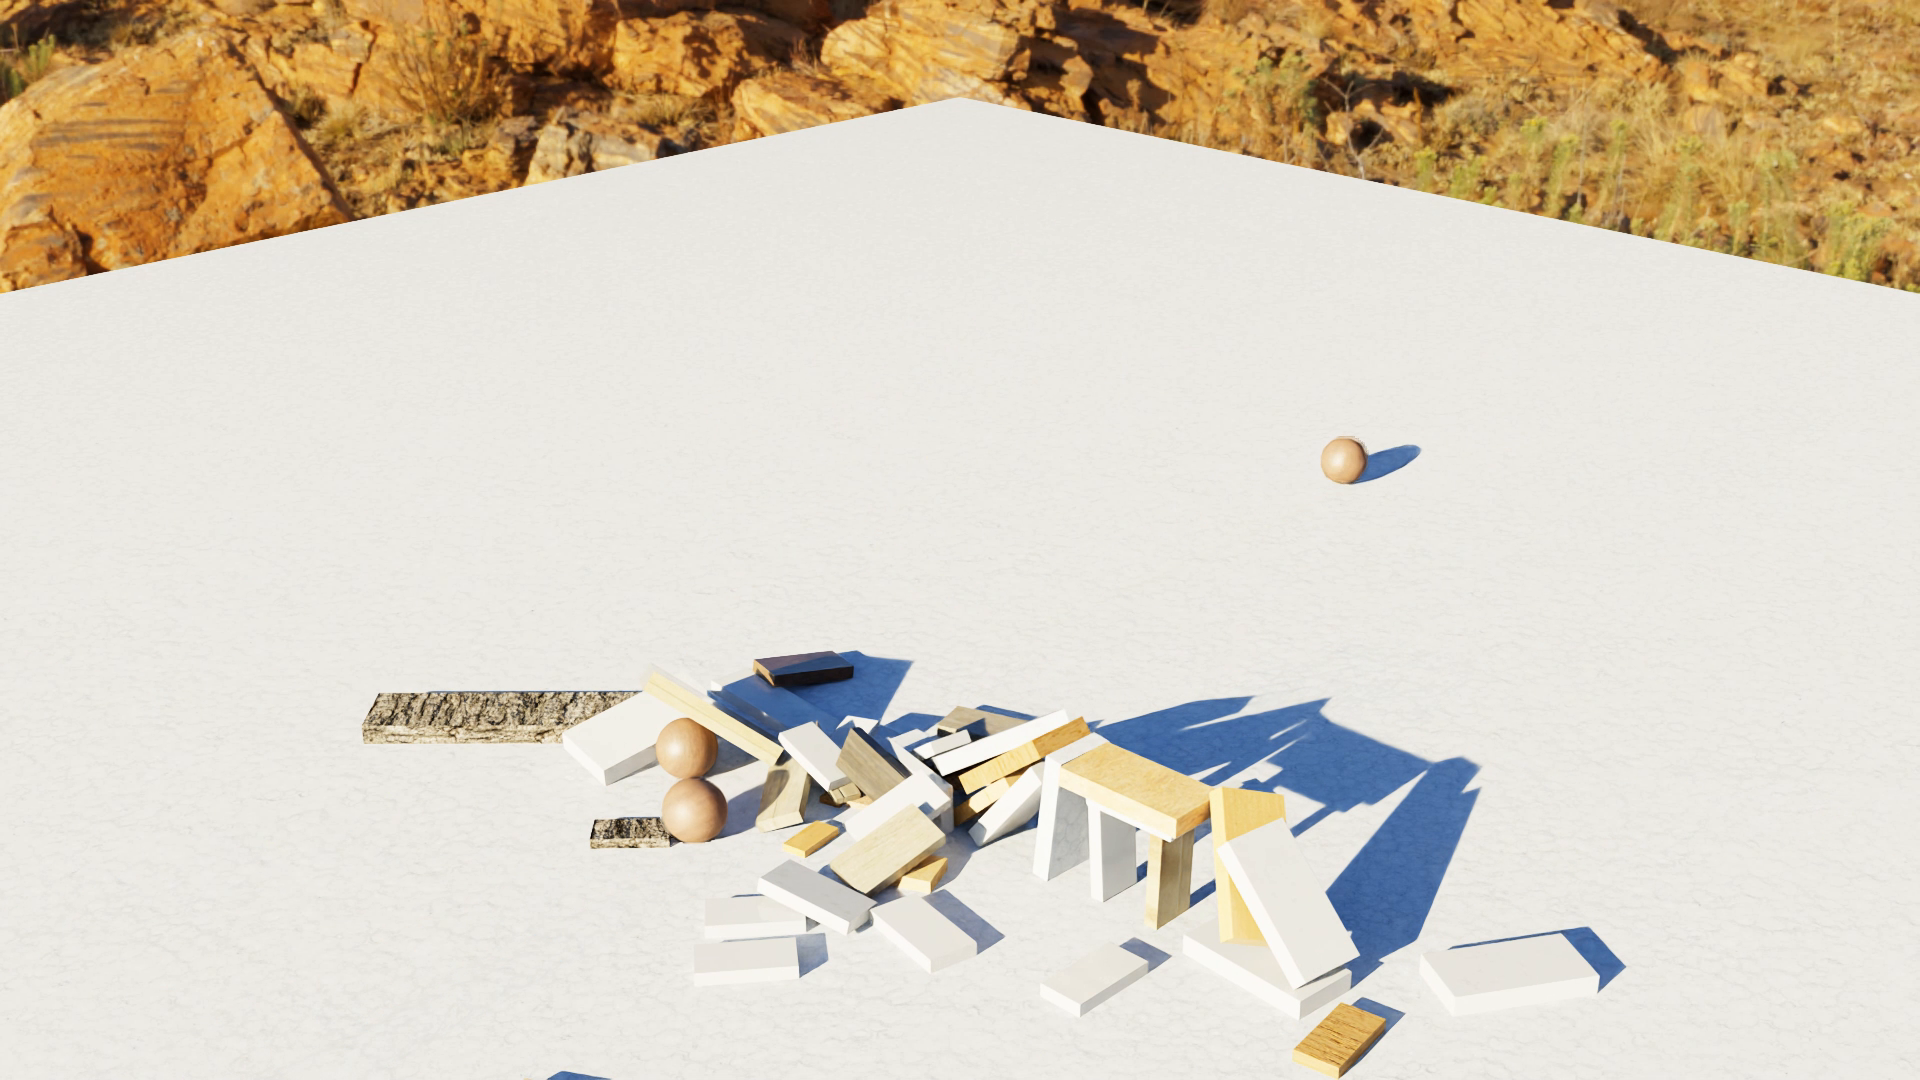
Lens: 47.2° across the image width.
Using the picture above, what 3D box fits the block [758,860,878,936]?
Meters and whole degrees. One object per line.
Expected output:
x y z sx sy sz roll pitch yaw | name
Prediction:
-0.266 0.665 4.102 0.202 0.029 0.101 22 23 24 | block

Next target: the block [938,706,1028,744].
0.065 0.412 4.753 0.204 0.029 0.102 11 25 24 | block

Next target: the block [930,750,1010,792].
0.012 0.476 4.487 0.218 0.031 0.109 -13 10 34 | block

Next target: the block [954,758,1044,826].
0.075 0.501 4.360 0.109 0.031 0.218 -21 -12 -40 | block

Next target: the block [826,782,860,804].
-0.252 0.495 4.504 0.054 0.015 0.109 -12 41 -26 | block

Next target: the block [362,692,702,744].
-0.921 0.387 4.791 0.723 0.044 0.156 0 23 0 | block

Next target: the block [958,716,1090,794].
0.124 0.418 4.262 0.134 0.038 0.268 -21 -8 -37 | block

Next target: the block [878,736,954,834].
-0.092 0.495 4.428 0.031 0.109 0.218 -22 36 -31 | block

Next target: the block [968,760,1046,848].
0.133 0.499 4.286 0.134 0.268 0.038 -21 69 -40 | block

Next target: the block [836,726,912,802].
-0.149 0.485 4.409 0.027 0.094 0.245 -6 38 -48 | block

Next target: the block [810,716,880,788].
-0.254 0.445 4.617 0.078 0.022 0.211 7 36 29 | block

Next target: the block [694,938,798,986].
-0.384 0.756 3.945 0.184 0.026 0.092 -3 23 -7 | block

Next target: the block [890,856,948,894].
-0.126 0.631 4.241 0.183 0.026 0.091 8 24 19 | block

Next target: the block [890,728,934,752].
-0.128 0.445 4.628 0.157 0.022 0.078 -17 29 -35 | block

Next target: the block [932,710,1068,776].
0.081 0.408 4.431 0.274 0.039 0.137 -20 -4 -6 | block

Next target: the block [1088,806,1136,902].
0.289 0.574 4.154 0.099 0.198 0.028 -21 27 -41 | block

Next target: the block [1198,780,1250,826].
0.516 0.536 4.467 0.171 0.024 0.086 -12 26 -26 | block

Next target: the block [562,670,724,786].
-0.668 0.398 4.674 0.311 0.044 0.156 -27 44 -32 | block

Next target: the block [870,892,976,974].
-0.069 0.719 4.030 0.101 0.029 0.202 -15 27 -32 | block

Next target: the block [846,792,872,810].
-0.180 0.535 4.482 0.094 0.013 0.047 10 25 22 | block

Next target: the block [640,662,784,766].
-0.519 0.362 4.578 0.311 0.044 0.156 32 -2 -11 | block

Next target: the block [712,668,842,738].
-0.397 0.373 4.845 0.102 0.029 0.383 -18 29 -37 | block

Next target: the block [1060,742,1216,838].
0.332 0.458 4.050 0.274 0.039 0.137 21 31 39 | block

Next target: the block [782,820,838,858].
-0.295 0.591 4.347 0.054 0.015 0.109 15 27 31 | block

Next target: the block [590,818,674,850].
-0.651 0.582 4.361 0.156 0.022 0.078 -1 23 -1 | block

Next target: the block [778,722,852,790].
-0.289 0.444 4.525 0.086 0.024 0.171 -17 44 -39 | block

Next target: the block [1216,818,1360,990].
0.579 0.639 3.880 0.138 0.039 0.275 -17 70 -35 | block

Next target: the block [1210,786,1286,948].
0.525 0.587 3.943 0.137 0.275 0.039 10 -26 -26 | block

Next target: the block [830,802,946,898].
-0.137 0.596 4.197 0.202 0.029 0.101 -34 54 -22 | block

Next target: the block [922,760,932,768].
-0.011 0.465 4.637 0.157 0.022 0.078 -3 23 -8 | block

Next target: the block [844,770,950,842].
-0.120 0.535 4.285 0.187 0.027 0.094 -34 54 -20 | block

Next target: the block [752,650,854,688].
-0.356 0.292 4.995 0.204 0.029 0.102 -5 21 -33 | block

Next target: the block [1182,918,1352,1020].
0.547 0.755 3.932 0.138 0.039 0.275 -19 29 -37 | block

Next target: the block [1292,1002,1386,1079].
0.644 0.848 3.730 0.085 0.024 0.171 16 28 33 | block

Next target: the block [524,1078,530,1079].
-0.694 0.935 3.525 0.091 0.026 0.183 6 24 13 | block

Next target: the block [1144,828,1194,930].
0.388 0.612 4.063 0.028 0.198 0.099 22 31 38 | block

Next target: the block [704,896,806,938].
-0.380 0.698 4.083 0.185 0.026 0.092 -2 23 -5 | block

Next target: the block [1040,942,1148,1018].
0.239 0.777 3.896 0.092 0.026 0.185 21 31 40 | block

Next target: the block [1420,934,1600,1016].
0.972 0.769 3.898 0.275 0.039 0.138 -6 24 -13 | block

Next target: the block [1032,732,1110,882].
0.212 0.511 4.209 0.134 0.268 0.038 -21 37 -40 | block

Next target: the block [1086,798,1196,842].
0.341 0.491 4.057 0.198 0.028 0.099 20 30 39 | block

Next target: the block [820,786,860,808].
-0.244 0.519 4.520 0.047 0.013 0.094 12 26 26 | block

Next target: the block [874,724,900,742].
-0.157 0.436 4.705 0.156 0.022 0.078 21 31 40 | block

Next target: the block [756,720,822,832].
-0.351 0.484 4.533 0.091 0.026 0.360 -16 23 10 | block

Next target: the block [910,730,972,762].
-0.066 0.435 4.507 0.094 0.027 0.187 -16 -9 -35 | block
